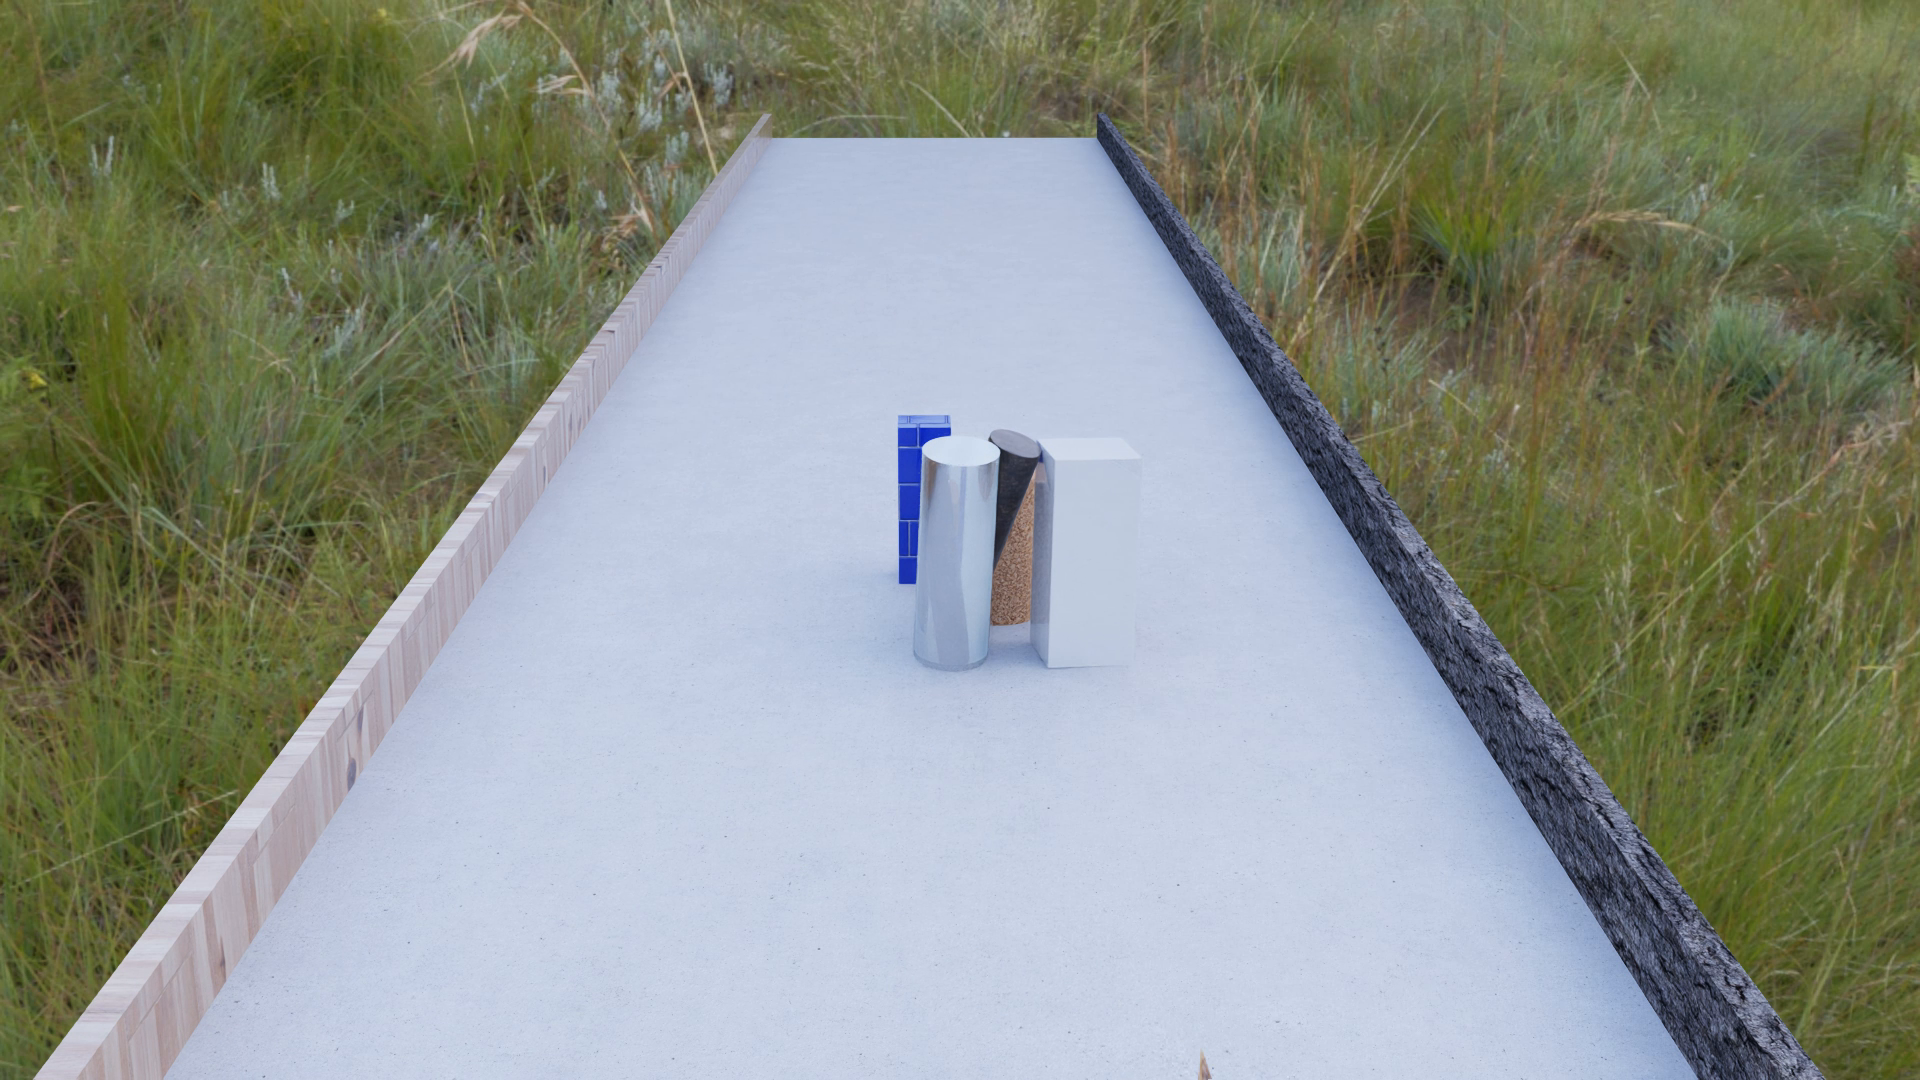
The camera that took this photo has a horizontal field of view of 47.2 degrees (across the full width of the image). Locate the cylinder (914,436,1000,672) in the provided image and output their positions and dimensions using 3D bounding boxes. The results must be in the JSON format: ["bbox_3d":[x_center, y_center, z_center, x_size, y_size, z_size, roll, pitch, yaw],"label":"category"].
[{"bbox_3d":[-0.008,0.028,4.326,0.151,0.442,0.151,2,25,-1],"label":"cylinder"}]

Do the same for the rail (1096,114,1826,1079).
[{"bbox_3d":[0.932,-0.844,7.801,0.050,0.150,12.000,0,17,-1],"label":"rail"}]

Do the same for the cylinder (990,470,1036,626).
[{"bbox_3d":[0.081,0.007,4.662,0.177,0.309,0.177,0,17,0],"label":"cylinder"}]

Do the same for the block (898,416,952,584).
[{"bbox_3d":[-0.079,-0.090,4.902,0.117,0.358,0.117,0,17,-1],"label":"block"}]

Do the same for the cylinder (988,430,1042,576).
[{"bbox_3d":[0.039,-0.005,4.446,0.108,0.446,0.108,17,27,-9],"label":"cylinder"}]

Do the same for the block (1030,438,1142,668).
[{"bbox_3d":[0.249,0.023,4.397,0.174,0.425,0.174,-2,17,-10],"label":"block"}]

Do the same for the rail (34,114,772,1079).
[{"bbox_3d":[-1.118,-0.838,7.780,0.050,0.150,12.000,0,17,-1],"label":"rail"}]

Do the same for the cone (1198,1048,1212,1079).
[{"bbox_3d":[0.258,0.687,2.149,0.173,0.417,0.173,-7,12,2],"label":"cone"}]
